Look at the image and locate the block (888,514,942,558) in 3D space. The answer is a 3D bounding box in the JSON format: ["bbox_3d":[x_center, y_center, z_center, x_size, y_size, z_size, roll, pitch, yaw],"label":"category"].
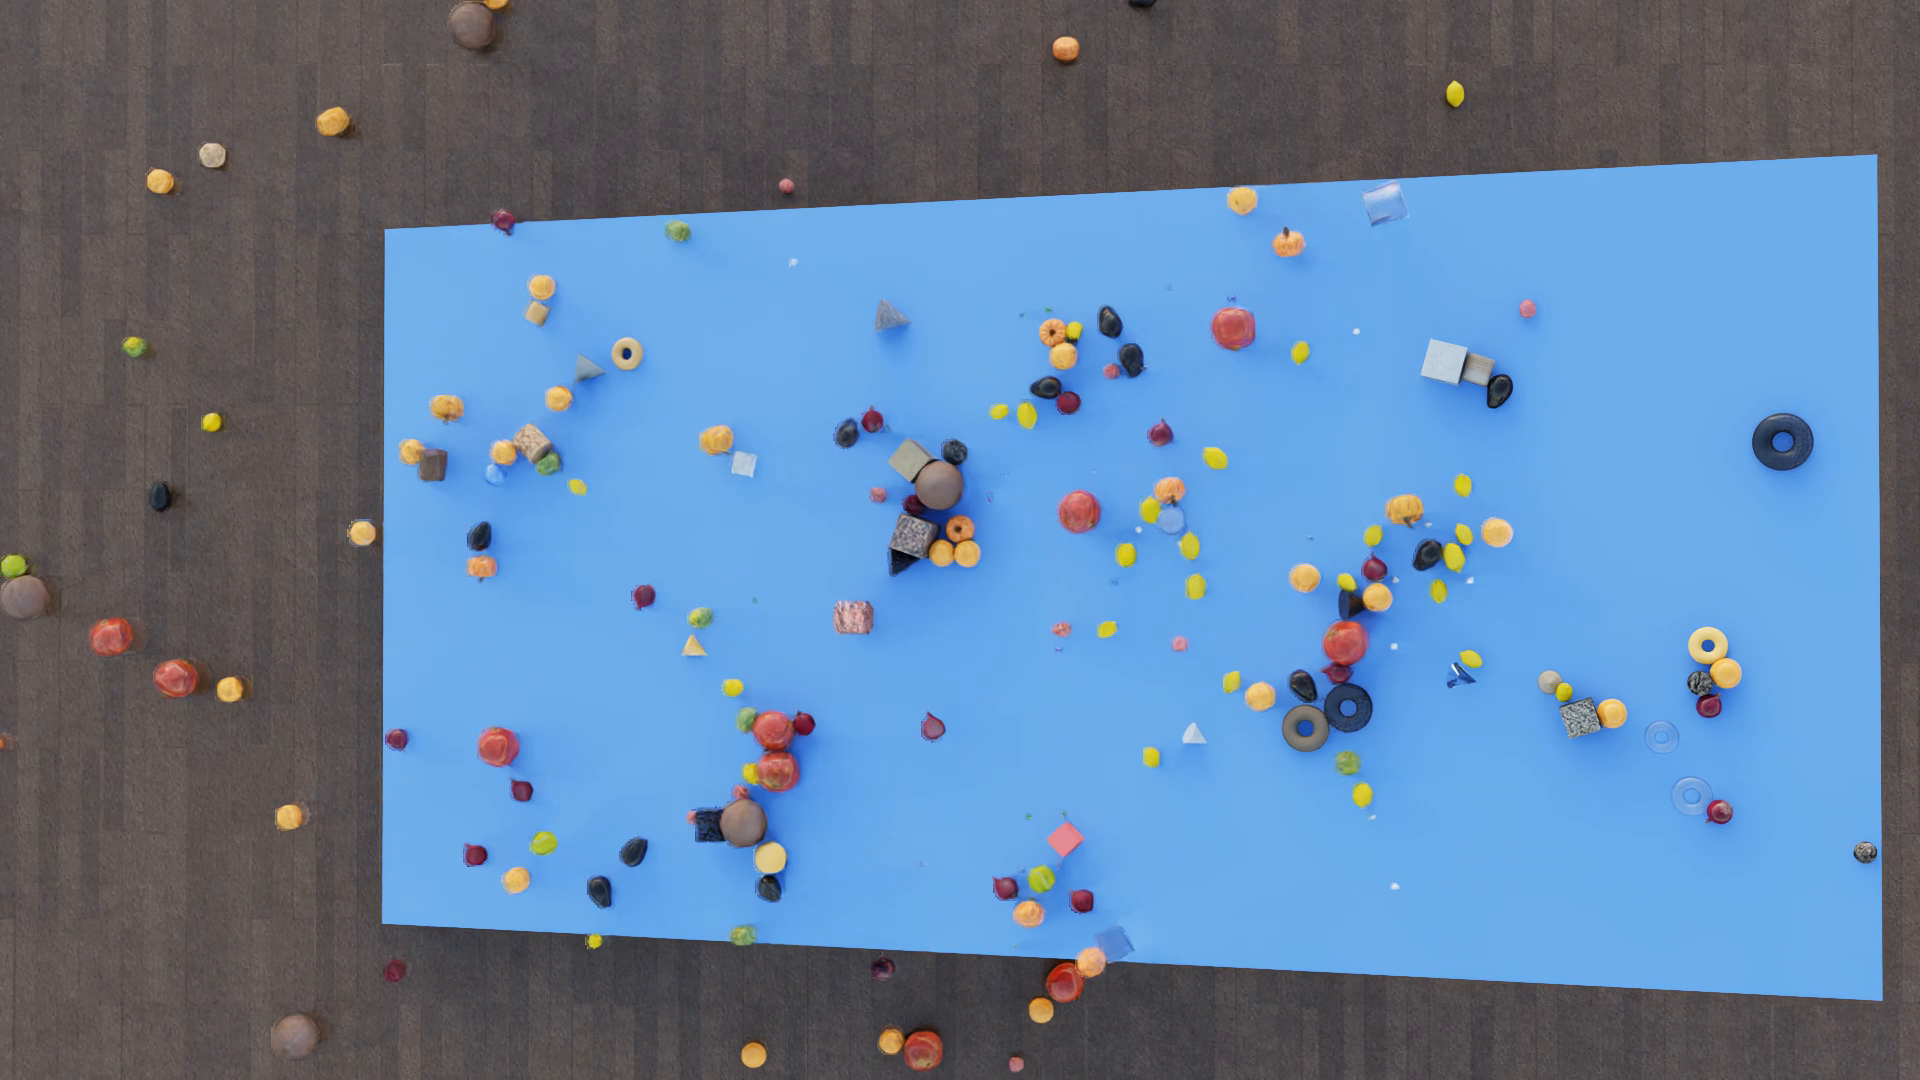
[{"bbox_3d":[-0.117,-0.010,5.830,0.094,0.094,0.094,19,95,16],"label":"block"}]

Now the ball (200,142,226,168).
[{"bbox_3d":[-2.179,-1.121,6.412,0.074,0.074,0.074,0,89,0],"label":"ball"}]

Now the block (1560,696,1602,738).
[{"bbox_3d":[1.510,0.433,5.350,0.079,0.079,0.079,-19,84,15],"label":"block"}]

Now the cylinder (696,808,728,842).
[{"bbox_3d":[-0.676,0.777,5.990,0.083,0.083,0.083,-4,88,0],"label":"cylinder"}]

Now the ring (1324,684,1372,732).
[{"bbox_3d":[0.976,0.422,5.528,0.123,0.041,0.123,-1,88,18],"label":"ring"}]

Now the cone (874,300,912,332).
[{"bbox_3d":[-0.173,-0.589,5.883,0.092,0.092,0.092,11,89,-10],"label":"cone"}]

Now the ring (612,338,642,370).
[{"bbox_3d":[-0.924,-0.517,6.110,0.094,0.031,0.094,0,91,17],"label":"ring"}]

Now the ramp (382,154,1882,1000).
[{"bbox_3d":[0.271,0.095,5.815,4.000,0.100,2.000,0,89,17],"label":"ramp"}]

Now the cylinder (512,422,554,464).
[{"bbox_3d":[-1.197,-0.270,6.160,0.082,0.082,0.082,-45,77,-1],"label":"cylinder"}]

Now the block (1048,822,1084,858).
[{"bbox_3d":[0.275,0.779,5.719,0.062,0.062,0.062,-45,78,11],"label":"block"}]

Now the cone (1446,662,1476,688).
[{"bbox_3d":[1.252,0.344,5.453,0.067,0.067,0.067,15,89,-10],"label":"cone"}]

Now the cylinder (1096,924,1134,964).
[{"bbox_3d":[0.400,1.041,5.671,0.077,0.077,0.077,-28,81,0],"label":"cylinder"}]

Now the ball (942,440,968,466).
[{"bbox_3d":[-0.013,-0.230,5.816,0.068,0.068,0.068,0,89,0],"label":"ball"}]

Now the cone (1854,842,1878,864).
[{"bbox_3d":[2.133,0.739,5.174,0.053,0.053,0.053,0,89,17],"label":"cone"}]

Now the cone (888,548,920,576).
[{"bbox_3d":[-0.146,0.053,5.868,0.083,0.083,0.083,-5,89,-10],"label":"cone"}]

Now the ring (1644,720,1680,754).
[{"bbox_3d":[1.698,0.477,5.320,0.083,0.028,0.083,0,90,17],"label":"ring"}]

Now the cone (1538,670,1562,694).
[{"bbox_3d":[1.443,0.350,5.380,0.060,0.060,0.060,0,89,17],"label":"cone"}]

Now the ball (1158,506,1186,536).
[{"bbox_3d":[0.544,-0.049,5.645,0.075,0.075,0.075,0,89,0],"label":"ball"}]

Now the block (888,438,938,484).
[{"bbox_3d":[-0.124,-0.210,5.841,0.084,0.084,0.084,43,100,13],"label":"block"}]

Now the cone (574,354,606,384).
[{"bbox_3d":[-1.027,-0.474,6.136,0.087,0.087,0.087,8,89,-10],"label":"cone"}]

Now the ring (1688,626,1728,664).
[{"bbox_3d":[1.800,0.255,5.291,0.092,0.031,0.092,0,88,16],"label":"ring"}]

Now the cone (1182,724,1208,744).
[{"bbox_3d":[0.611,0.508,5.642,0.057,0.057,0.057,31,89,-12],"label":"cone"}]

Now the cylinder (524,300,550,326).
[{"bbox_3d":[-1.186,-0.637,6.176,0.055,0.055,0.055,27,96,0],"label":"cylinder"}]

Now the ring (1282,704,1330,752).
[{"bbox_3d":[0.874,0.476,5.558,0.121,0.040,0.121,0,90,16],"label":"ring"}]

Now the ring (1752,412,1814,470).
[{"bbox_3d":[1.962,-0.234,5.243,0.139,0.046,0.139,0,89,18],"label":"ring"}]

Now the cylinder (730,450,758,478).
[{"bbox_3d":[-0.588,-0.208,5.990,0.061,0.061,0.061,17,81,0],"label":"cylinder"}]

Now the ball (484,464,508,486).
[{"bbox_3d":[-1.310,-0.184,6.202,0.065,0.065,0.065,0,89,0],"label":"ball"}]

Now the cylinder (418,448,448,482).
[{"bbox_3d":[-1.496,-0.213,6.241,0.076,0.076,0.076,7,106,0],"label":"cylinder"}]

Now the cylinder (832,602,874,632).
[{"bbox_3d":[-0.286,0.206,5.882,0.085,0.085,0.085,0,89,17],"label":"cylinder"}]

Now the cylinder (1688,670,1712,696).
[{"bbox_3d":[1.778,0.344,5.282,0.057,0.057,0.057,0,89,17],"label":"cylinder"}]

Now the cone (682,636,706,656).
[{"bbox_3d":[-0.722,0.302,6.039,0.063,0.063,0.063,27,89,-12],"label":"cone"}]

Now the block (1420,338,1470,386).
[{"bbox_3d":[1.202,-0.439,5.447,0.092,0.092,0.092,16,94,16],"label":"block"}]

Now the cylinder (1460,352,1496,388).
[{"bbox_3d":[1.281,-0.420,5.436,0.068,0.068,0.068,23,81,0],"label":"cylinder"}]

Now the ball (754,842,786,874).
[{"bbox_3d":[-0.511,0.859,5.938,0.087,0.087,0.087,0,89,0],"label":"ball"}]

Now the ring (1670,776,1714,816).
[{"bbox_3d":[1.763,0.617,5.296,0.098,0.033,0.098,1,93,19],"label":"ring"}]
